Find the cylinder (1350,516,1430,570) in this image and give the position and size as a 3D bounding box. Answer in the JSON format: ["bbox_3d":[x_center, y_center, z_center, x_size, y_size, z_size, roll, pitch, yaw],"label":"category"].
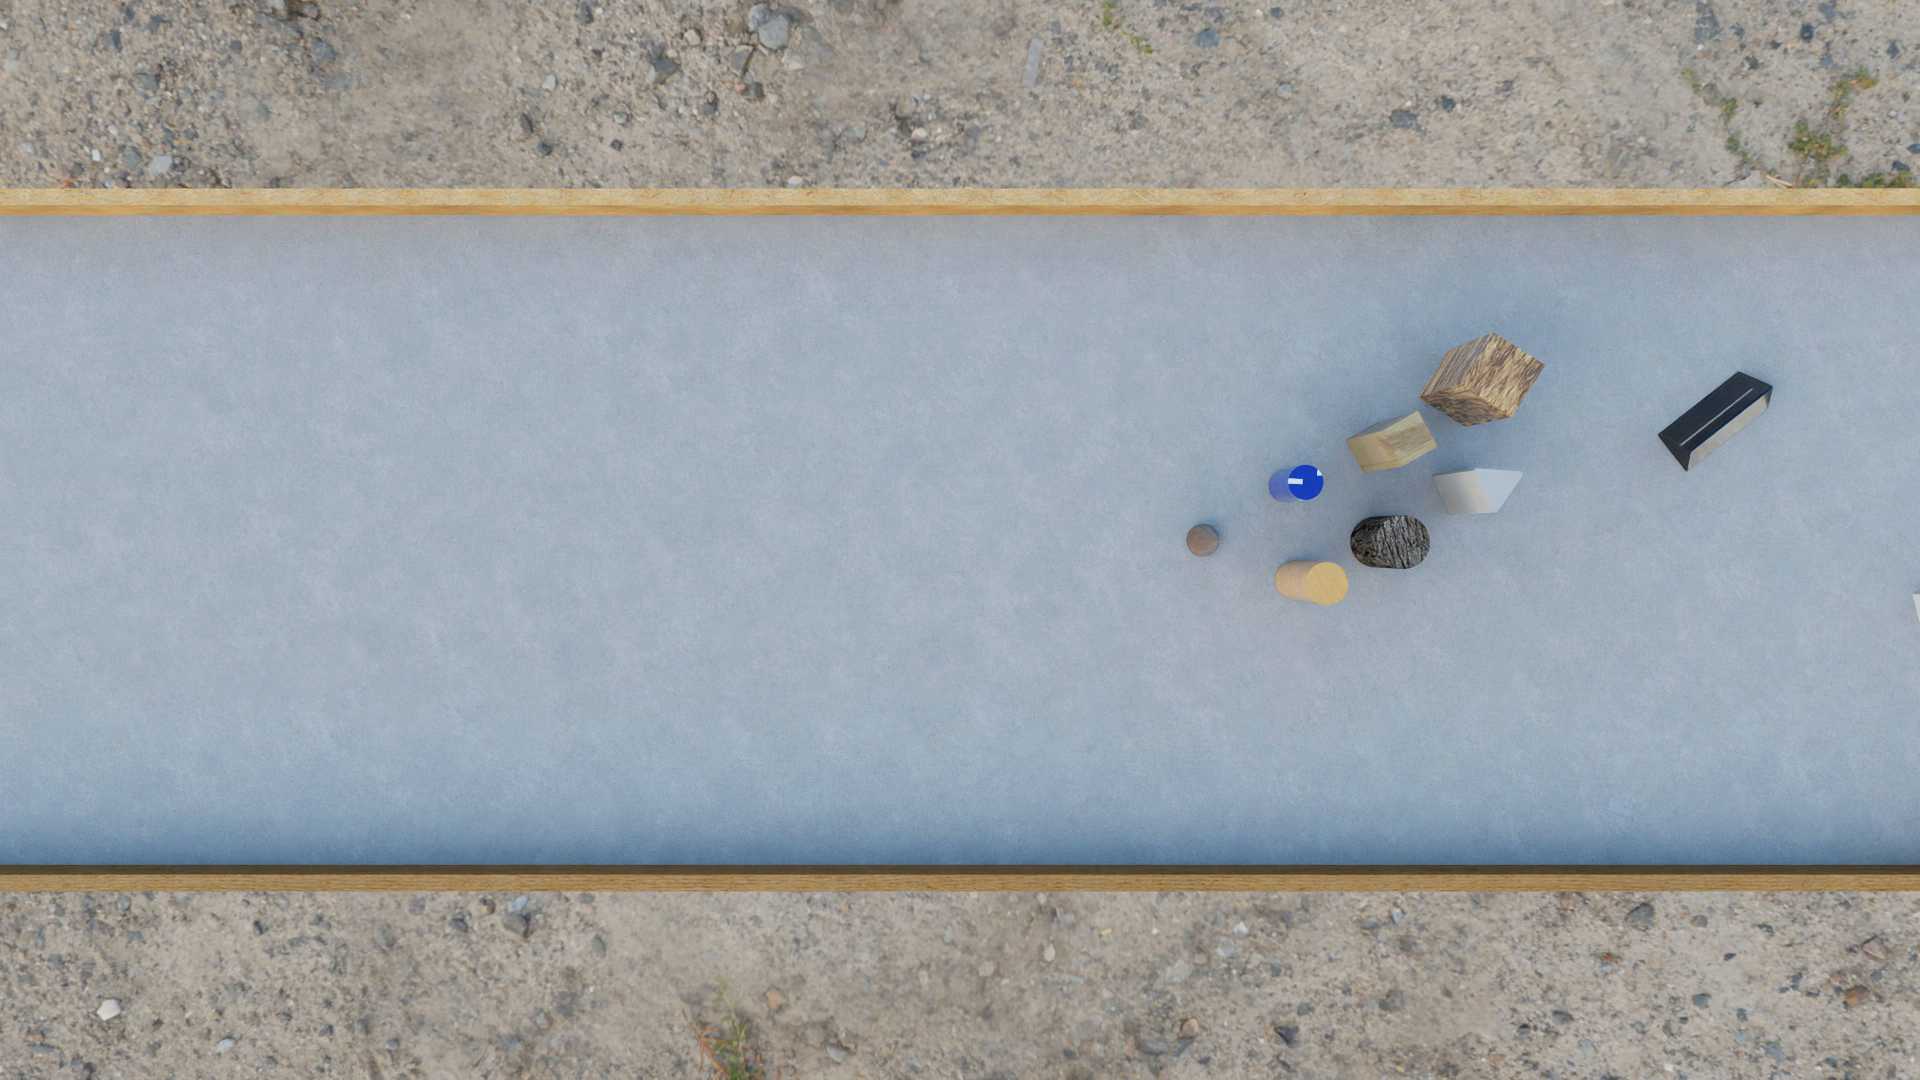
[{"bbox_3d":[1.279,0.006,4.919,0.157,0.314,0.157,0,90,0],"label":"cylinder"}]

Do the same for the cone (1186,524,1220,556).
[{"bbox_3d":[0.747,0.001,4.908,0.101,0.336,0.101,0,90,0],"label":"cone"}]

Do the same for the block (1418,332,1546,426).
[{"bbox_3d":[1.529,-0.466,4.859,0.172,0.435,0.172,32,90,0],"label":"block"}]

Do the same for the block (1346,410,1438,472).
[{"bbox_3d":[1.264,-0.285,4.855,0.115,0.443,0.115,-30,90,0],"label":"block"}]

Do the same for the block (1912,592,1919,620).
[{"bbox_3d":[3.093,0.179,5.025,0.307,0.104,0.104,-15,90,0],"label":"block"}]

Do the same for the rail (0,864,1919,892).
[{"bbox_3d":[-2.247,1.025,5.001,12.000,0.150,0.050,0,90,0],"label":"rail"}]

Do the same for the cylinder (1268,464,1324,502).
[{"bbox_3d":[1.001,-0.167,4.925,0.102,0.302,0.102,0,90,0],"label":"cylinder"}]

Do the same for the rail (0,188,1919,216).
[{"bbox_3d":[-2.247,-1.025,5.002,12.000,0.150,0.050,0,90,0],"label":"rail"}]

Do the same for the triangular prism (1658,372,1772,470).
[{"bbox_3d":[2.314,-0.364,5.011,0.314,0.124,0.144,-38,90,0],"label":"triangular prism"}]

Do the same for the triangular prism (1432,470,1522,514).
[{"bbox_3d":[1.502,-0.166,4.868,0.118,0.418,0.136,35,90,0],"label":"triangular prism"}]

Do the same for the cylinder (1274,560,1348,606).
[{"bbox_3d":[1.029,0.122,4.850,0.121,0.452,0.121,0,90,0],"label":"cylinder"}]
